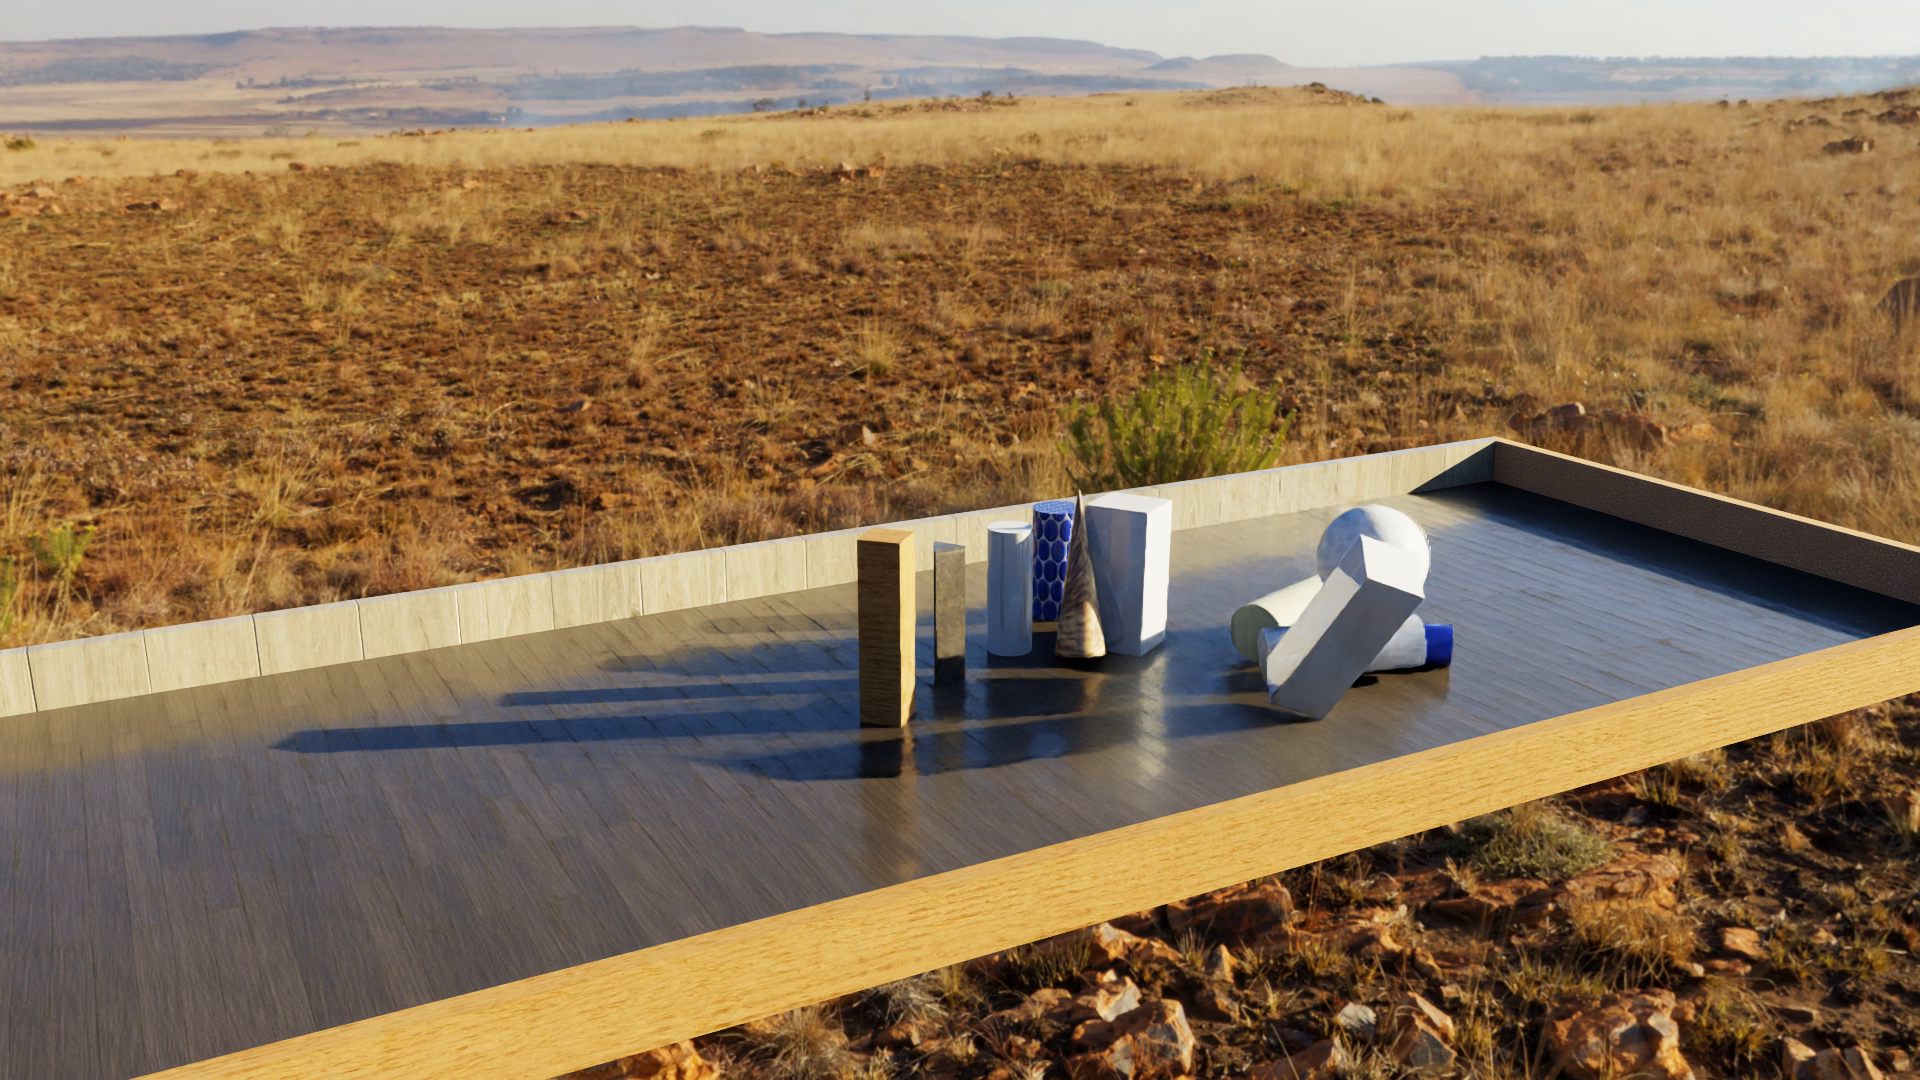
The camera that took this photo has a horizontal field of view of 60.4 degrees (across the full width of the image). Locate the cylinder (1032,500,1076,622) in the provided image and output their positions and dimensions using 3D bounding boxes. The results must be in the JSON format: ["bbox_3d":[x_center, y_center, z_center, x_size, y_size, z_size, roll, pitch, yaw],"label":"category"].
[{"bbox_3d":[0.271,0.058,4.608,0.140,0.310,0.140,0,16,0],"label":"cylinder"}]

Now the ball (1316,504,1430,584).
[{"bbox_3d":[1.014,0.048,4.052,0.268,0.268,0.268,0,16,0],"label":"ball"}]

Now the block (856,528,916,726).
[{"bbox_3d":[-0.171,0.204,3.864,0.104,0.448,0.104,5,17,17],"label":"block"}]

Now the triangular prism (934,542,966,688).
[{"bbox_3d":[-0.044,0.183,4.104,0.087,0.355,0.076,-10,19,-30],"label":"triangular prism"}]

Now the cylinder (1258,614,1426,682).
[{"bbox_3d":[0.956,0.271,4.139,0.392,0.133,0.133,-6,17,-1],"label":"cylinder"}]

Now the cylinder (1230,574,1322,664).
[{"bbox_3d":[0.876,0.207,4.370,0.159,0.159,0.335,14,22,40],"label":"cylinder"}]

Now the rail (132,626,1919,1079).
[{"bbox_3d":[-2.336,1.006,1.665,12.000,0.150,0.050,-9,18,-27],"label":"rail"}]

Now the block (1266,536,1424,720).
[{"bbox_3d":[0.879,0.208,3.798,0.142,0.444,0.142,19,41,-11],"label":"block"}]

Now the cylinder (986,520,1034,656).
[{"bbox_3d":[0.131,0.127,4.328,0.120,0.336,0.120,0,16,0],"label":"cylinder"}]

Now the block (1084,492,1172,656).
[{"bbox_3d":[0.439,0.088,4.360,0.173,0.386,0.173,9,16,27],"label":"block"}]

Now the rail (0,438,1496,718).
[{"bbox_3d":[-3.305,0.497,3.399,12.000,0.150,0.050,-9,18,-27],"label":"rail"}]

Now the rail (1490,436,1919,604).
[{"bbox_3d":[2.466,-0.048,5.253,0.050,0.150,2.100,-9,18,-27],"label":"rail"}]

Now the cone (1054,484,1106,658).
[{"bbox_3d":[0.310,0.075,4.280,0.135,0.444,0.135,-1,5,0],"label":"cone"}]

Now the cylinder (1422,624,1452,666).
[{"bbox_3d":[1.108,0.263,4.275,0.314,0.104,0.104,4,17,12],"label":"cylinder"}]
